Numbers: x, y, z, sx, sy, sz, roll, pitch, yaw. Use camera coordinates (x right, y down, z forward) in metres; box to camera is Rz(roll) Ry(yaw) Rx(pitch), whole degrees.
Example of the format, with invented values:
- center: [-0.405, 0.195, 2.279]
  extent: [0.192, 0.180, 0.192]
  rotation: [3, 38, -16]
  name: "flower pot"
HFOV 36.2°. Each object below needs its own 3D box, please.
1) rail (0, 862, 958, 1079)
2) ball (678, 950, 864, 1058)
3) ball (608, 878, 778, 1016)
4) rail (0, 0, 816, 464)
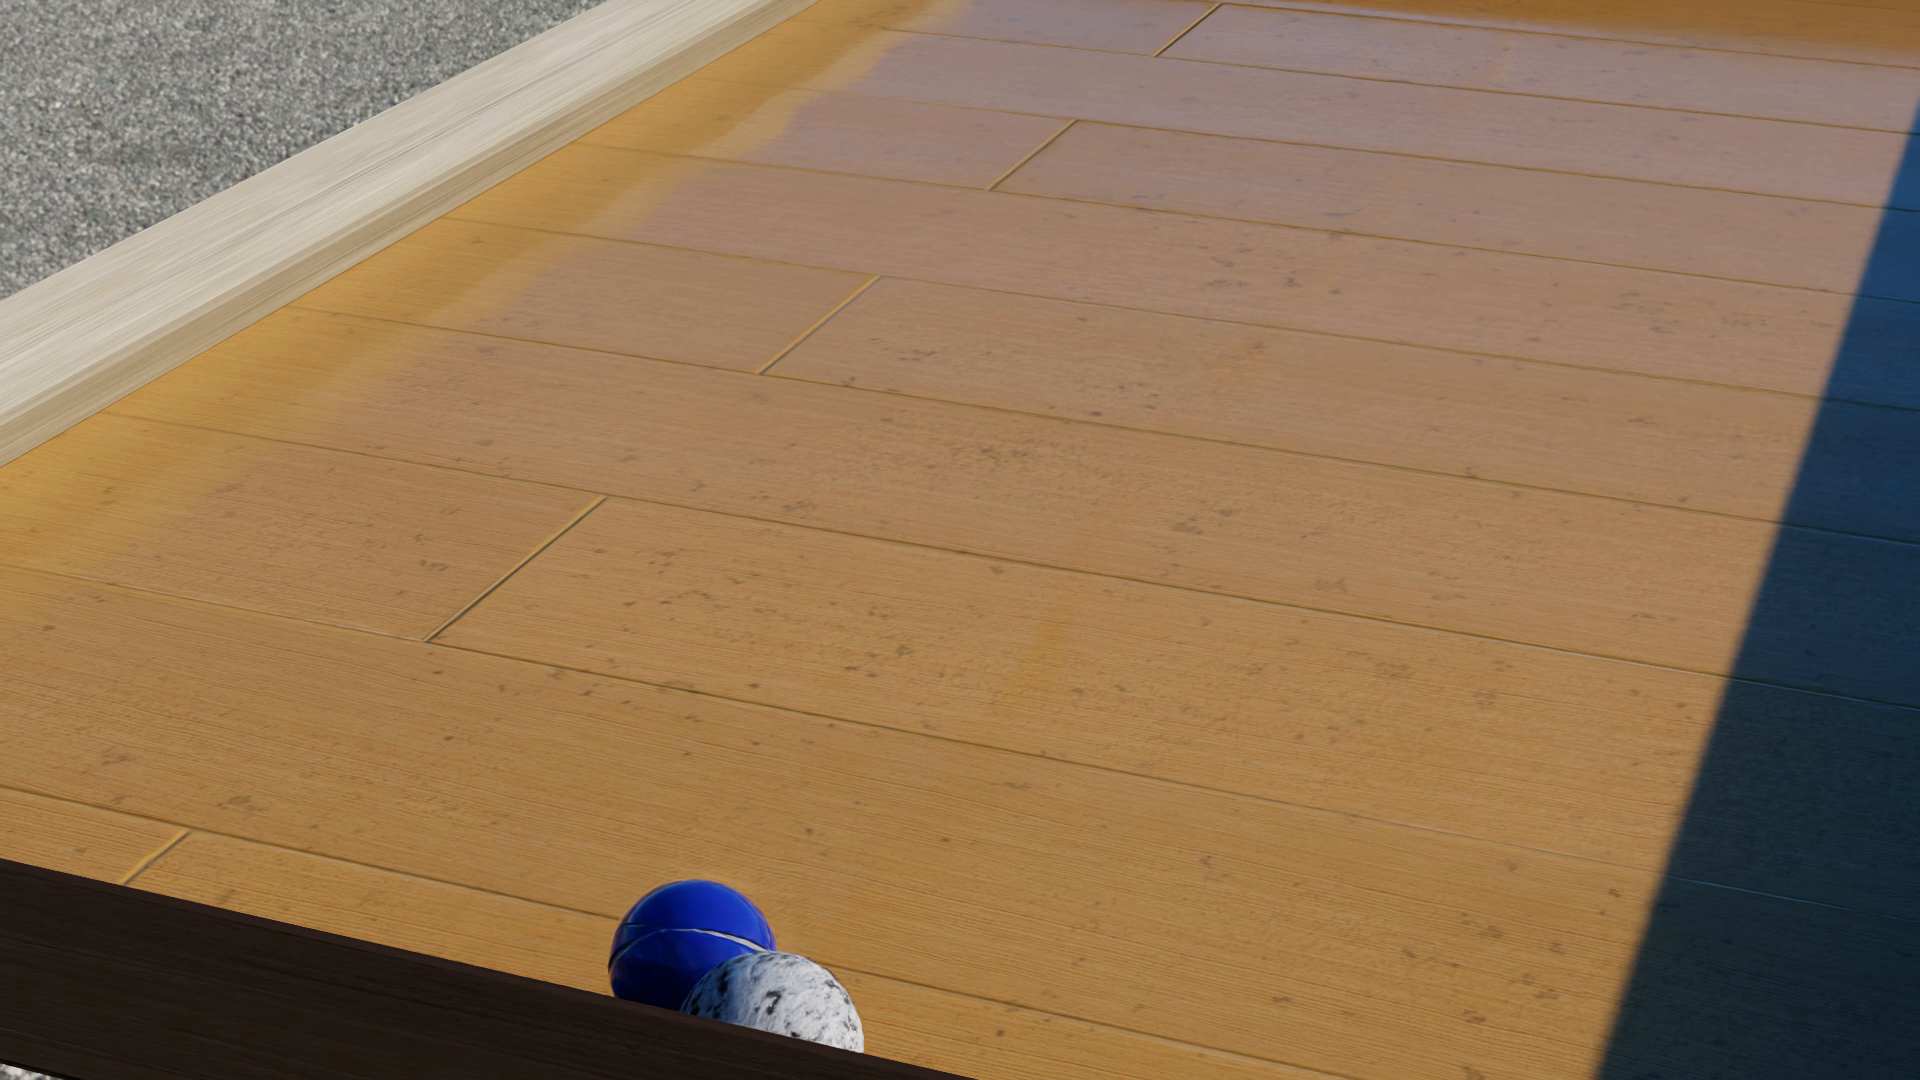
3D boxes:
- center: [-0.239, 0.229, 1.354]
  extent: [1.432, 0.116, 0.045]
  rotation: [9, 26, 19]
  name: "rail"
- center: [-0.090, 0.237, 1.371]
  extent: [0.090, 0.090, 0.090]
  rotation: [0, 24, 0]
  name: "ball"
- center: [-0.130, 0.208, 1.441]
  extent: [0.083, 0.083, 0.083]
  rotation: [0, 24, 0]
  name: "ball"
- center: [-0.397, -0.392, 2.719]
  extent: [0.045, 0.116, 2.726]
  rotation: [9, 26, 19]
  name: "rail"
